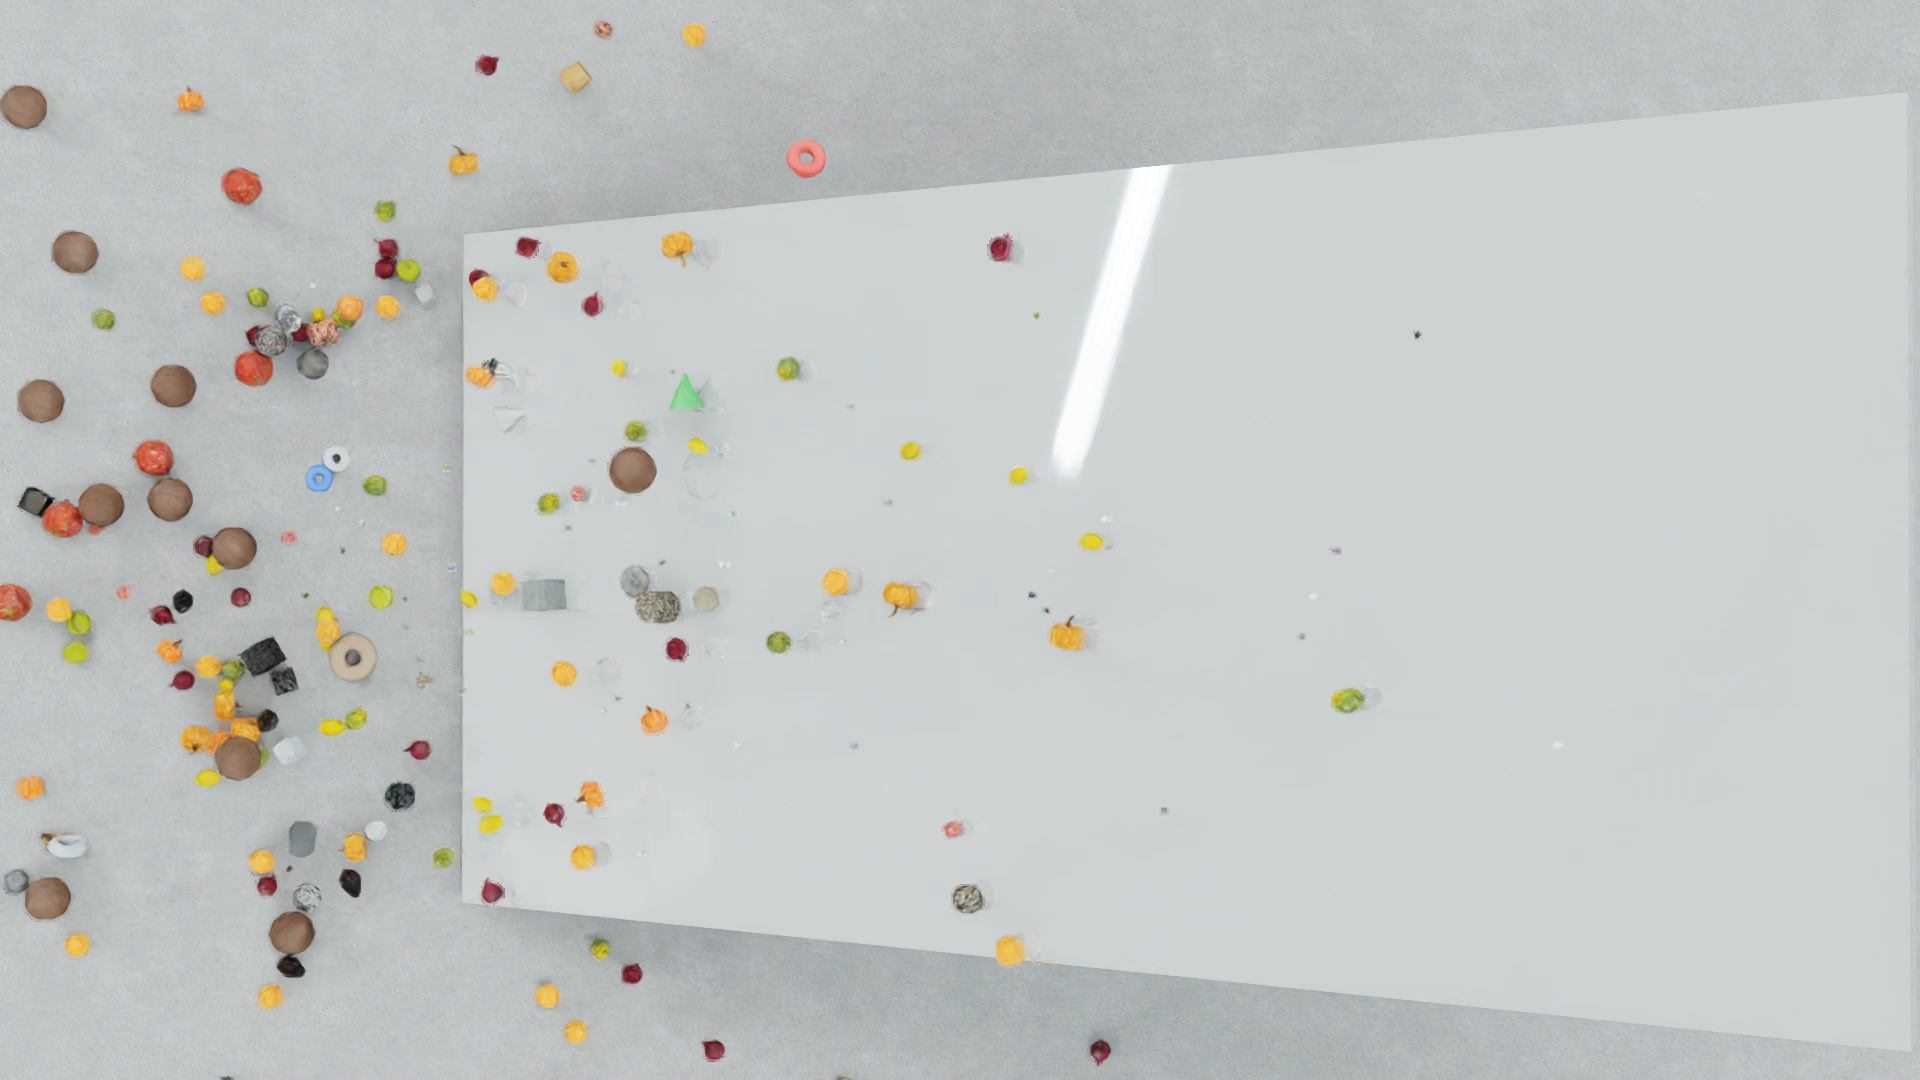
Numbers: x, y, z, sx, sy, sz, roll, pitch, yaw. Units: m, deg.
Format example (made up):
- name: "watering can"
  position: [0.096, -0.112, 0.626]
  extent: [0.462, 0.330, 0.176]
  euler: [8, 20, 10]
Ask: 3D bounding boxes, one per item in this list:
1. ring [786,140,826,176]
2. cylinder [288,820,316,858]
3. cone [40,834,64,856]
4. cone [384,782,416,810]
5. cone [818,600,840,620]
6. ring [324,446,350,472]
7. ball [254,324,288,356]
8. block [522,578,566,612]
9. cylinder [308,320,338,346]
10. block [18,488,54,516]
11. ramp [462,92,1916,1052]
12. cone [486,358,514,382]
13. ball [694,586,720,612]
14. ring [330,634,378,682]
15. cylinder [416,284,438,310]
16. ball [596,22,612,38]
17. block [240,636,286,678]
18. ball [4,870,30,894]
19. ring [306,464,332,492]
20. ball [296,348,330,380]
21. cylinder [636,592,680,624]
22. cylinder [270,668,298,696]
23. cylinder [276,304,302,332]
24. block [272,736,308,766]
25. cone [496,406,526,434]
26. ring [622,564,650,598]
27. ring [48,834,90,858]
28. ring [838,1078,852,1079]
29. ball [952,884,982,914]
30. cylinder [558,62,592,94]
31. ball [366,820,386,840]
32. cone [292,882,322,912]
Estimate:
- name: "ring"
  position: [-0.438, -1.090, 6.278]
  extent: [0.114, 0.038, 0.114]
  euler: [2, 77, -9]
- name: "cylinder"
  position: [-1.975, 0.898, 6.603]
  extent: [0.077, 0.077, 0.077]
  euler: [-6, 133, -7]
- name: "cone"
  position: [-2.730, 0.903, 6.643]
  extent: [0.074, 0.074, 0.074]
  euler: [-24, 89, -25]
- name: "cone"
  position: [-1.681, 0.787, 6.580]
  extent: [0.092, 0.092, 0.092]
  euler: [-2, 108, -5]
- name: "cone"
  position: [-0.346, 0.192, 5.909]
  extent: [0.054, 0.054, 0.054]
  euler: [9, 89, 24]
- name: "ring"
  position: [-1.887, -0.247, 6.659]
  extent: [0.081, 0.027, 0.081]
  euler: [0, 89, 0]
- name: "ball"
  position: [-2.058, -0.595, 6.563]
  extent: [0.095, 0.095, 0.095]
  euler: [0, 89, 0]
- name: "block"
  position: [-1.205, 0.160, 6.368]
  extent: [0.088, 0.088, 0.088]
  euler: [-6, 87, 30]
- name: "cylinder"
  position: [-1.919, -0.624, 6.623]
  extent: [0.071, 0.071, 0.071]
  euler: [-14, 89, -31]
- name: "block"
  position: [-2.789, -0.114, 6.639]
  extent: [0.064, 0.064, 0.064]
  euler: [29, 90, 0]
- name: "ramp"
  position: [0.270, 0.075, 5.626]
  extent: [4.000, 0.100, 2.000]
  euler: [0, 89, 30]
- name: "cone"
  position: [-1.349, -0.495, 6.490]
  extent: [0.072, 0.072, 0.072]
  euler: [13, 89, 3]
- name: "ball"
  position: [-0.703, 0.164, 6.088]
  extent: [0.072, 0.072, 0.072]
  euler: [0, 89, 0]
- name: "ring"
  position: [-1.833, 0.355, 6.642]
  extent: [0.148, 0.049, 0.148]
  euler: [0, 88, 3]
- name: "cylinder"
  position: [-1.609, -0.735, 6.640]
  extent: [0.053, 0.053, 0.053]
  euler: [-29, 75, 0]
- name: "ball"
  position: [-1.079, -1.545, 6.660]
  extent: [0.050, 0.050, 0.050]
  euler: [0, 89, 0]
- name: "block"
  position: [-2.096, 0.351, 6.615]
  extent: [0.079, 0.079, 0.079]
  euler: [-31, 89, 23]
- name: "ball"
  position: [-2.841, 1.029, 6.625]
  extent: [0.071, 0.071, 0.071]
  euler: [0, 89, 0]
- name: "ring"
  position: [-1.941, -0.186, 6.658]
  extent: [0.084, 0.028, 0.084]
  euler: [0, 90, 1]
- name: "ball"
  position: [-1.950, -0.531, 6.629]
  extent: [0.094, 0.094, 0.094]
  euler: [0, 89, 0]
- name: "cylinder"
  position: [-0.846, 0.188, 6.160]
  extent: [0.089, 0.089, 0.089]
  euler: [0, 89, 30]
- name: "cylinder"
  position: [-2.037, 0.426, 6.630]
  extent: [0.069, 0.069, 0.069]
  euler: [-16, 90, 0]
- name: "cylinder"
  position: [-2.017, -0.666, 6.602]
  extent: [0.066, 0.066, 0.066]
  euler: [-13, 122, -22]
- name: "block"
  position: [-2.018, 0.634, 6.623]
  extent: [0.059, 0.059, 0.059]
  euler: [-40, 77, 16]
- name: "cone"
  position: [-1.312, -0.365, 6.465]
  extent: [0.082, 0.082, 0.082]
  euler: [-17, 89, 2]
- name: "ring"
  position: [-0.921, 0.117, 6.238]
  extent: [0.095, 0.032, 0.095]
  euler: [0, 89, 29]
- name: "ring"
  position: [-2.672, 0.919, 6.596]
  extent: [0.117, 0.117, 0.039]
  euler: [11, 104, 0]
- name: "ring"
  position: [-0.348, 1.668, 6.639]
  extent: [0.093, 0.031, 0.093]
  euler: [0, 90, -1]
- name: "ball"
  position: [0.020, 0.925, 5.661]
  extent: [0.076, 0.076, 0.076]
  euler: [0, 89, 0]
- name: "cylinder"
  position: [-1.159, -1.394, 6.631]
  extent: [0.071, 0.071, 0.071]
  euler: [-42, 90, 6]
- name: "ball"
  position: [-1.761, 0.877, 6.631]
  extent: [0.061, 0.061, 0.061]
  euler: [0, 89, 0]
- name: "cone"
  position: [-1.975, 1.081, 6.614]
  extent: [0.091, 0.091, 0.091]
  euler: [0, 89, 0]
